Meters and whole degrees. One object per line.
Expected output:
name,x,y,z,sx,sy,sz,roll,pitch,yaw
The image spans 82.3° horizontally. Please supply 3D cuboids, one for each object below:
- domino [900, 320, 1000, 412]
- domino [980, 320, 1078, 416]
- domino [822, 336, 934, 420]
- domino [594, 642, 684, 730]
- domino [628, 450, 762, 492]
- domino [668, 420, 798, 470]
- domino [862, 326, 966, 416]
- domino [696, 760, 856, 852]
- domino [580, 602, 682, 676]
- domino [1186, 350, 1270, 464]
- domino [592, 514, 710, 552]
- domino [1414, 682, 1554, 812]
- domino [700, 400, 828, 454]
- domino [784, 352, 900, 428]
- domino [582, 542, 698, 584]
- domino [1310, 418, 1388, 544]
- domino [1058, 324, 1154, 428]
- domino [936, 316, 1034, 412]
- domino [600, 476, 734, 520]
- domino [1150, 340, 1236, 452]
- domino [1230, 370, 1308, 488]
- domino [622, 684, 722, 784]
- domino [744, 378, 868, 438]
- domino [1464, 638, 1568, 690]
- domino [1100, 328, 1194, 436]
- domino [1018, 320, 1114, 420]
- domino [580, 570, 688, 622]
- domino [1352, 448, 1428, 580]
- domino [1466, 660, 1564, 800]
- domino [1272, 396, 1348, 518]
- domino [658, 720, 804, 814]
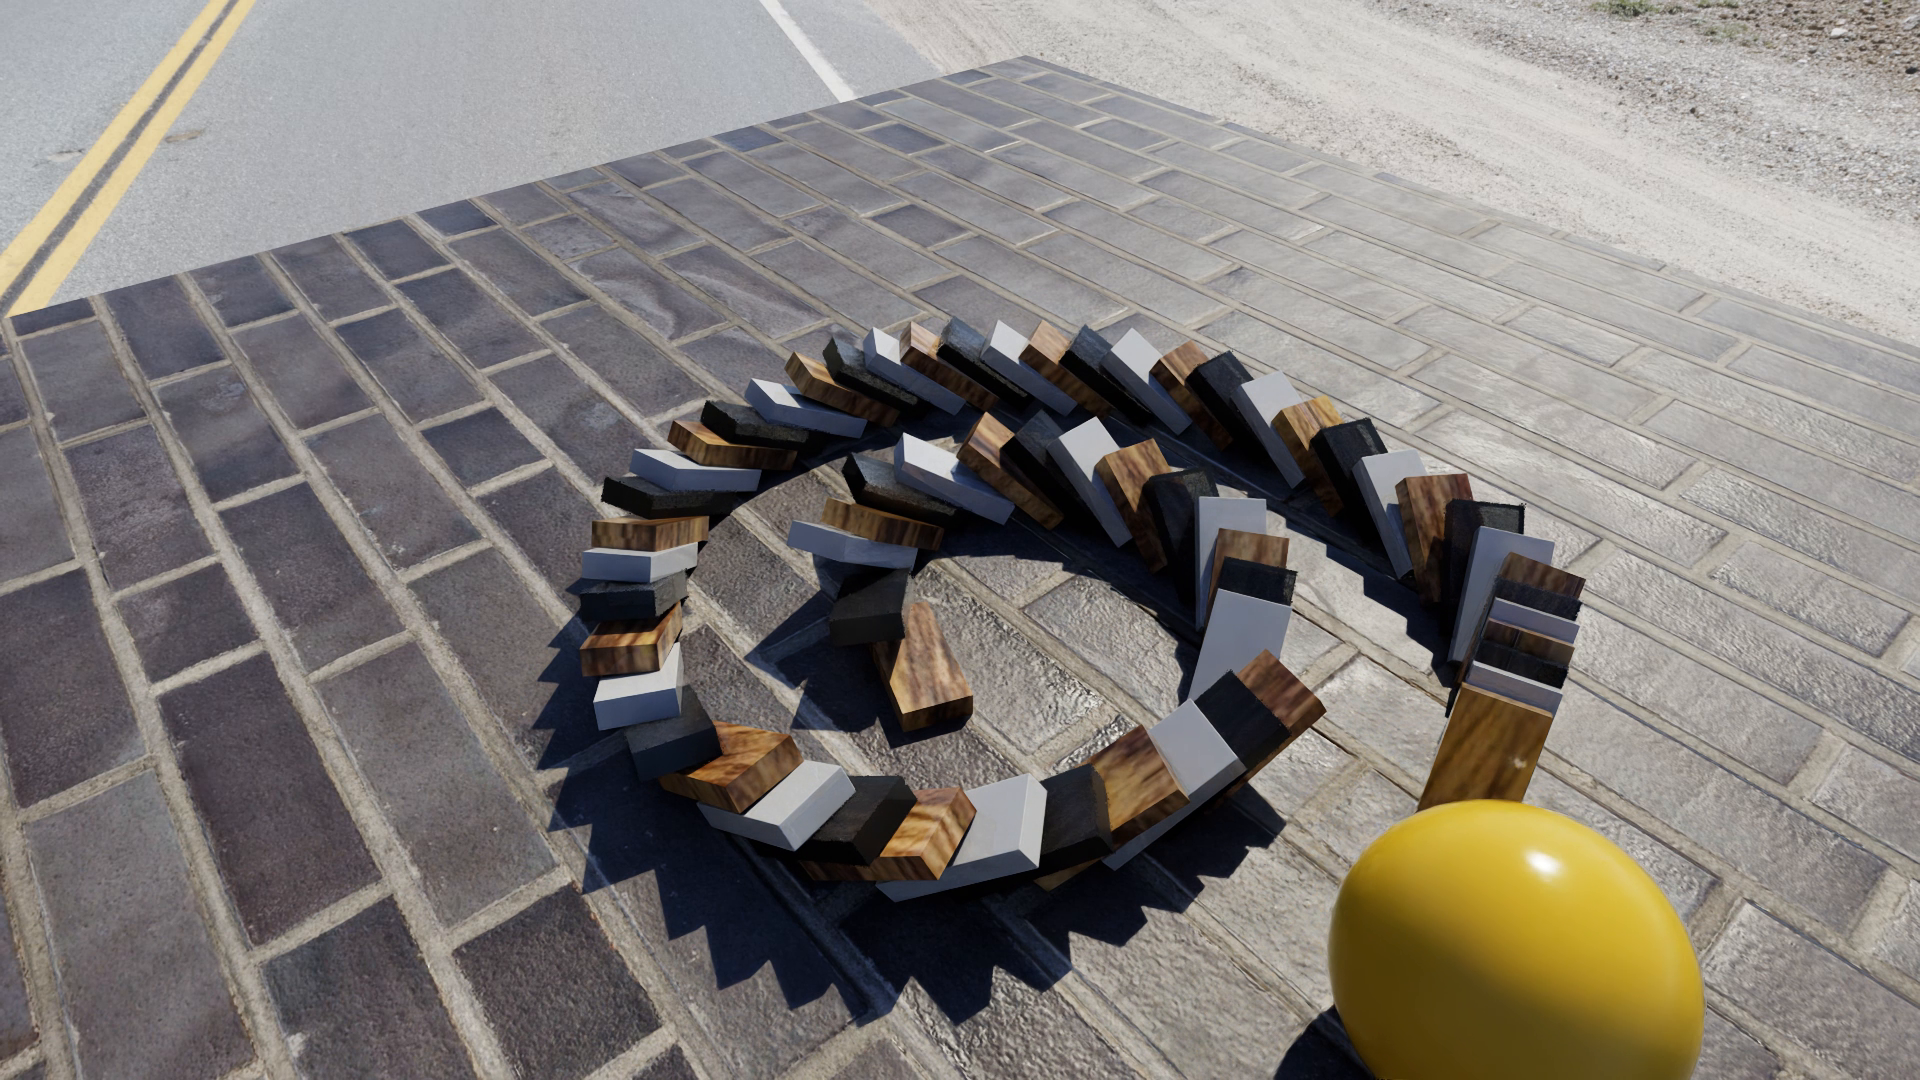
domino,-0.005,-0.082,0.522,0.050,0.010,0.025,28,31,-22
domino,0.034,-0.082,0.523,0.050,0.010,0.025,32,39,-13
domino,-0.038,-0.075,0.513,0.050,0.010,0.025,21,28,-33
domino,-0.106,0.048,0.368,0.025,0.009,0.050,-9,13,-11
domino,-0.110,-0.029,0.459,0.025,0.010,0.050,23,14,28
domino,-0.097,-0.040,0.474,0.025,0.009,0.050,32,19,33
domino,-0.022,-0.079,0.519,0.050,0.010,0.025,25,30,-27
domino,-0.056,0.077,0.328,0.050,0.009,0.025,-6,28,50
domino,-0.114,0.034,0.386,0.025,0.010,0.050,-4,13,-5
domino,0.128,-0.060,0.498,0.025,0.010,0.050,-28,76,-33
domino,-0.119,-0.004,0.427,0.025,0.010,0.050,5,6,9
domino,0.154,0.071,0.327,0.025,0.050,0.009,19,10,22
domino,-0.086,-0.050,0.484,0.025,0.009,0.050,34,20,36
domino,-0.054,-0.069,0.506,0.050,0.009,0.025,18,24,-40
domino,-0.119,0.007,0.414,0.025,0.010,0.050,4,6,5
domino,0.169,-0.025,0.457,0.025,0.009,0.050,-14,68,-18
domino,0.072,-0.078,0.518,0.050,0.010,0.025,37,44,-5
domino,0.013,-0.084,0.524,0.050,0.009,0.025,32,35,-15
domino,-0.117,-0.018,0.446,0.025,0.009,0.050,20,12,23
domino,0.113,-0.067,0.507,0.025,0.009,0.050,-33,79,-34
domino,0.144,-0.049,0.485,0.025,0.009,0.050,-21,72,-26
domino,-0.094,0.061,0.351,0.025,0.009,0.050,-17,14,-19
domino,-0.069,-0.059,0.497,0.050,0.010,0.025,6,28,-43
domino,0.166,0.059,0.342,0.025,0.050,0.009,19,10,22
domino,0.091,-0.074,0.514,0.050,0.009,0.025,43,47,0
domino,0.053,-0.081,0.522,0.050,0.009,0.025,36,42,-8
domino,-0.117,0.020,0.399,0.025,0.010,0.050,-3,6,-2
domino,0.179,-0.011,0.440,0.025,0.009,0.050,-10,67,-12
domino,0.161,0.065,0.335,0.025,0.050,0.009,19,10,22
domino,0.158,-0.036,0.471,0.025,0.010,0.050,-18,70,-21
domino,-0.073,0.069,0.340,0.025,0.010,0.050,-36,21,-35
